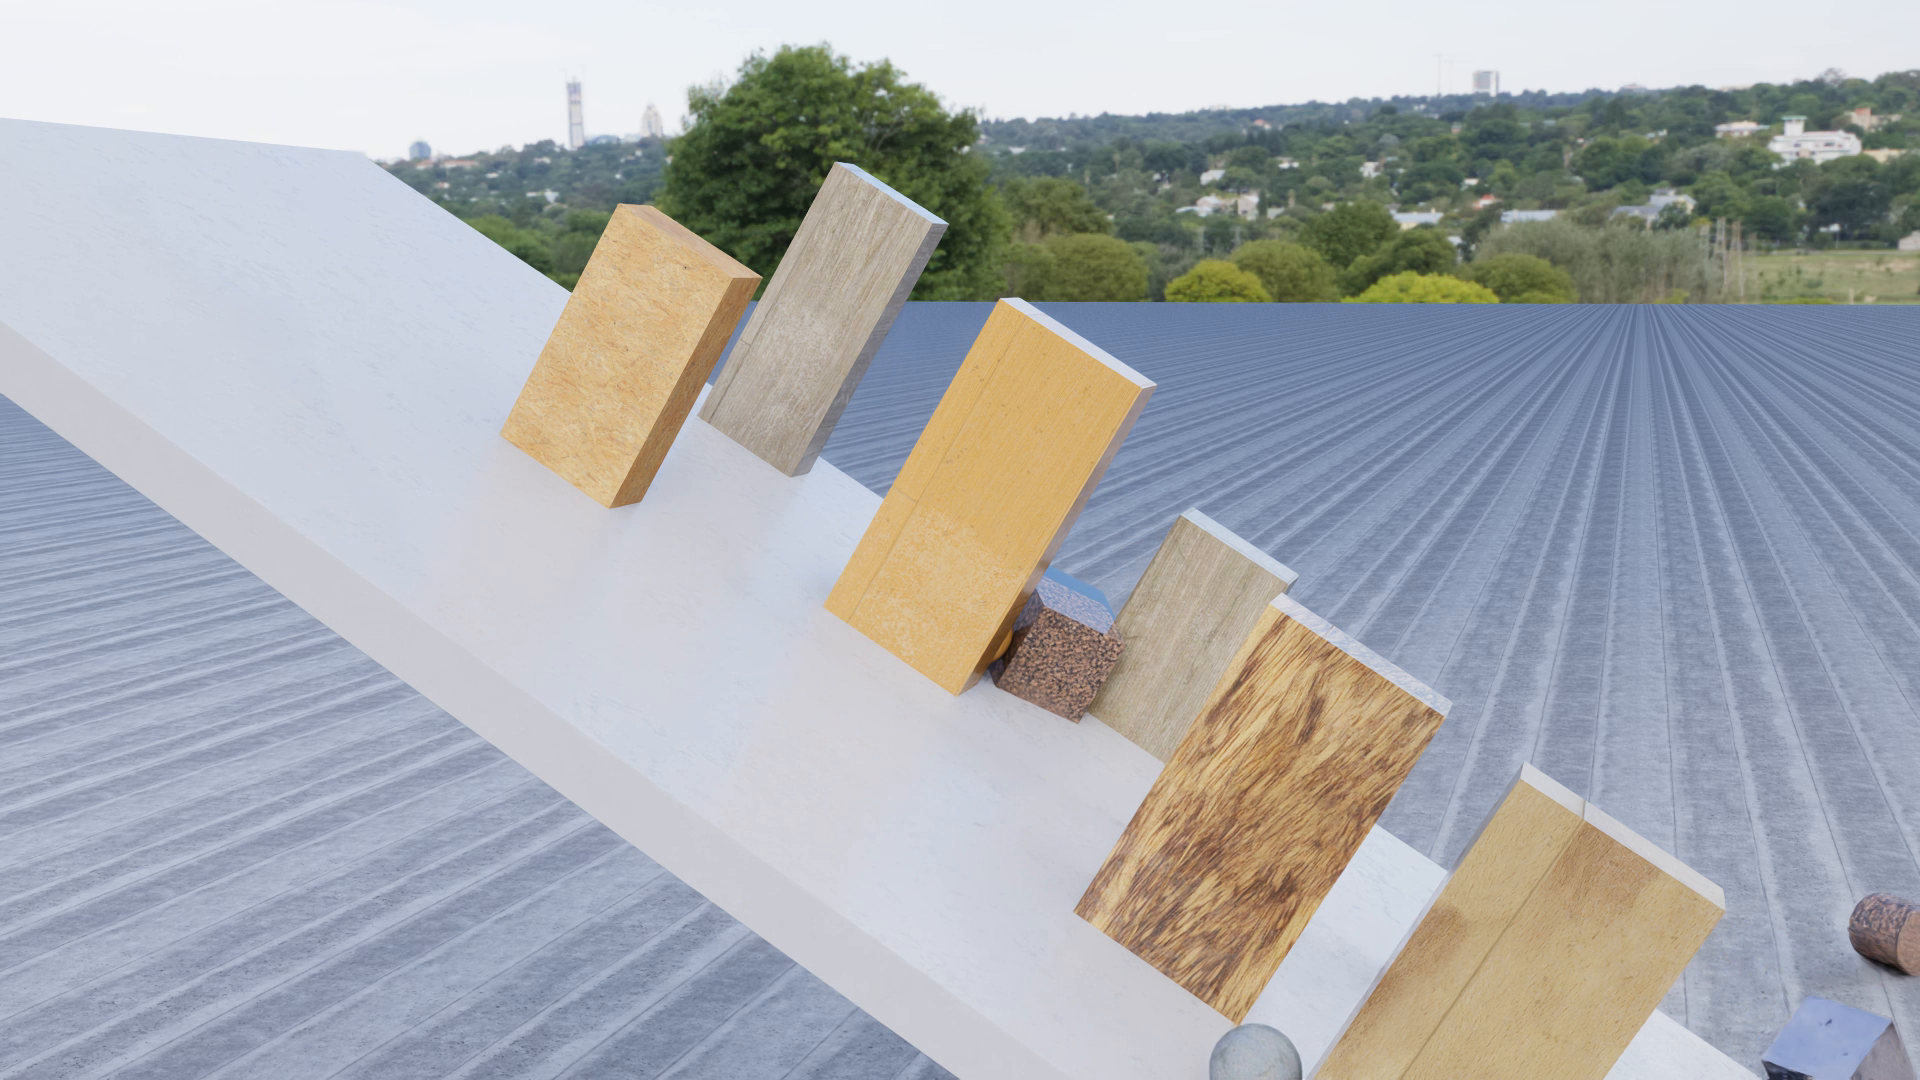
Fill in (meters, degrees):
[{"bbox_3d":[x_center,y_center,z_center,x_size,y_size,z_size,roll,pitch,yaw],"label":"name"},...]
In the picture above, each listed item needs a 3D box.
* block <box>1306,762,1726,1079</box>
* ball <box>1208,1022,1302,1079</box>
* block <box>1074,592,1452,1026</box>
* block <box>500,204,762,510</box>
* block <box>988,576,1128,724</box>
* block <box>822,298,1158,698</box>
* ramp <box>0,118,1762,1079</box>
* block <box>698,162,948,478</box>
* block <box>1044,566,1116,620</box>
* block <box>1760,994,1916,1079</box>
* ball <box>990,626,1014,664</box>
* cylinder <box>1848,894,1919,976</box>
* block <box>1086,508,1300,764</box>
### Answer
[{"bbox_3d":[0.734,0.673,3.060,0.312,0.660,0.112,33,15,11],"label":"block"},{"bbox_3d":[0.428,0.769,3.188,0.135,0.135,0.135,0,7,0],"label":"ball"},{"bbox_3d":[0.477,0.426,3.493,0.317,0.601,0.124,33,15,11],"label":"block"},{"bbox_3d":[-0.617,-0.343,4.110,0.261,0.498,0.141,33,15,11],"label":"block"},{"bbox_3d":[0.185,0.213,4.436,0.194,0.194,0.194,25,15,-19],"label":"block"},{"bbox_3d":[0.053,-0.081,4.173,0.315,0.688,0.134,33,15,11],"label":"block"},{"bbox_3d":[-0.168,0.277,4.120,4.000,0.100,2.000,33,15,11],"label":"ramp"},{"bbox_3d":[-0.307,-0.486,4.885,0.259,0.650,0.119,33,15,11],"label":"block"},{"bbox_3d":[0.200,0.176,4.629,0.172,0.172,0.172,26,15,-16],"label":"block"},{"bbox_3d":[1.891,1.142,4.729,0.199,0.199,0.199,-42,27,-23],"label":"block"},{"bbox_3d":[0.034,0.178,4.356,0.143,0.143,0.143,0,7,0],"label":"ball"},{"bbox_3d":[2.512,1.055,5.888,0.176,0.176,0.176,-3,7,-20],"label":"cylinder"},{"bbox_3d":[0.456,0.199,4.502,0.259,0.451,0.141,33,15,11],"label":"block"}]
